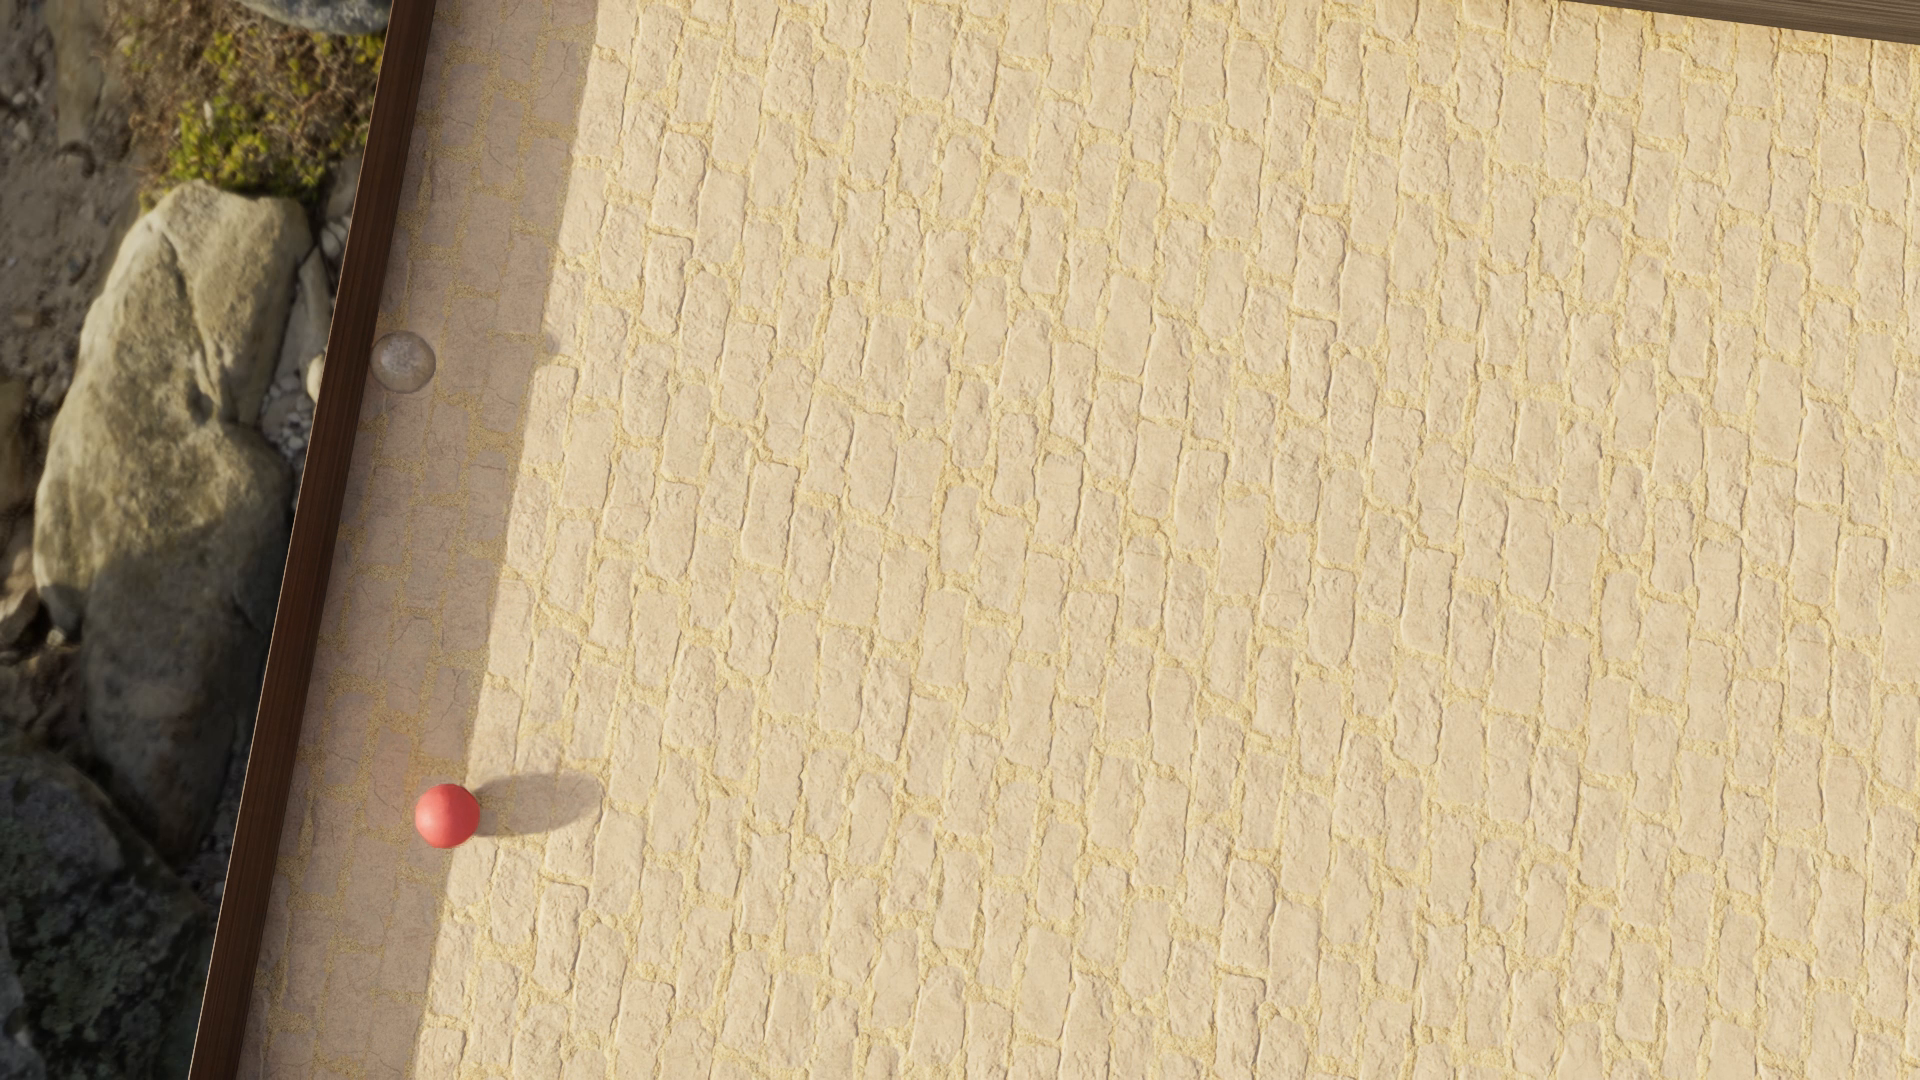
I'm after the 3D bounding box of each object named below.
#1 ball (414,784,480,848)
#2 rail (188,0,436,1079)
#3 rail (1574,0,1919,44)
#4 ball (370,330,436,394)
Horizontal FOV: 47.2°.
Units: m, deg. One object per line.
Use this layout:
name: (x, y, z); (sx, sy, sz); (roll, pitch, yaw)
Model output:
ball: (-0.746, 0.401, 3.202); (0.092, 0.092, 0.092); (0, 80, 0)
rail: (-0.930, -0.125, 3.277); (0.045, 0.125, 2.017); (8, 80, 1)
rail: (1.084, -0.839, 3.403); (3.849, 0.125, 0.045); (8, 80, 1)
ball: (-0.841, -0.269, 3.318); (0.096, 0.096, 0.096); (0, 80, 0)
